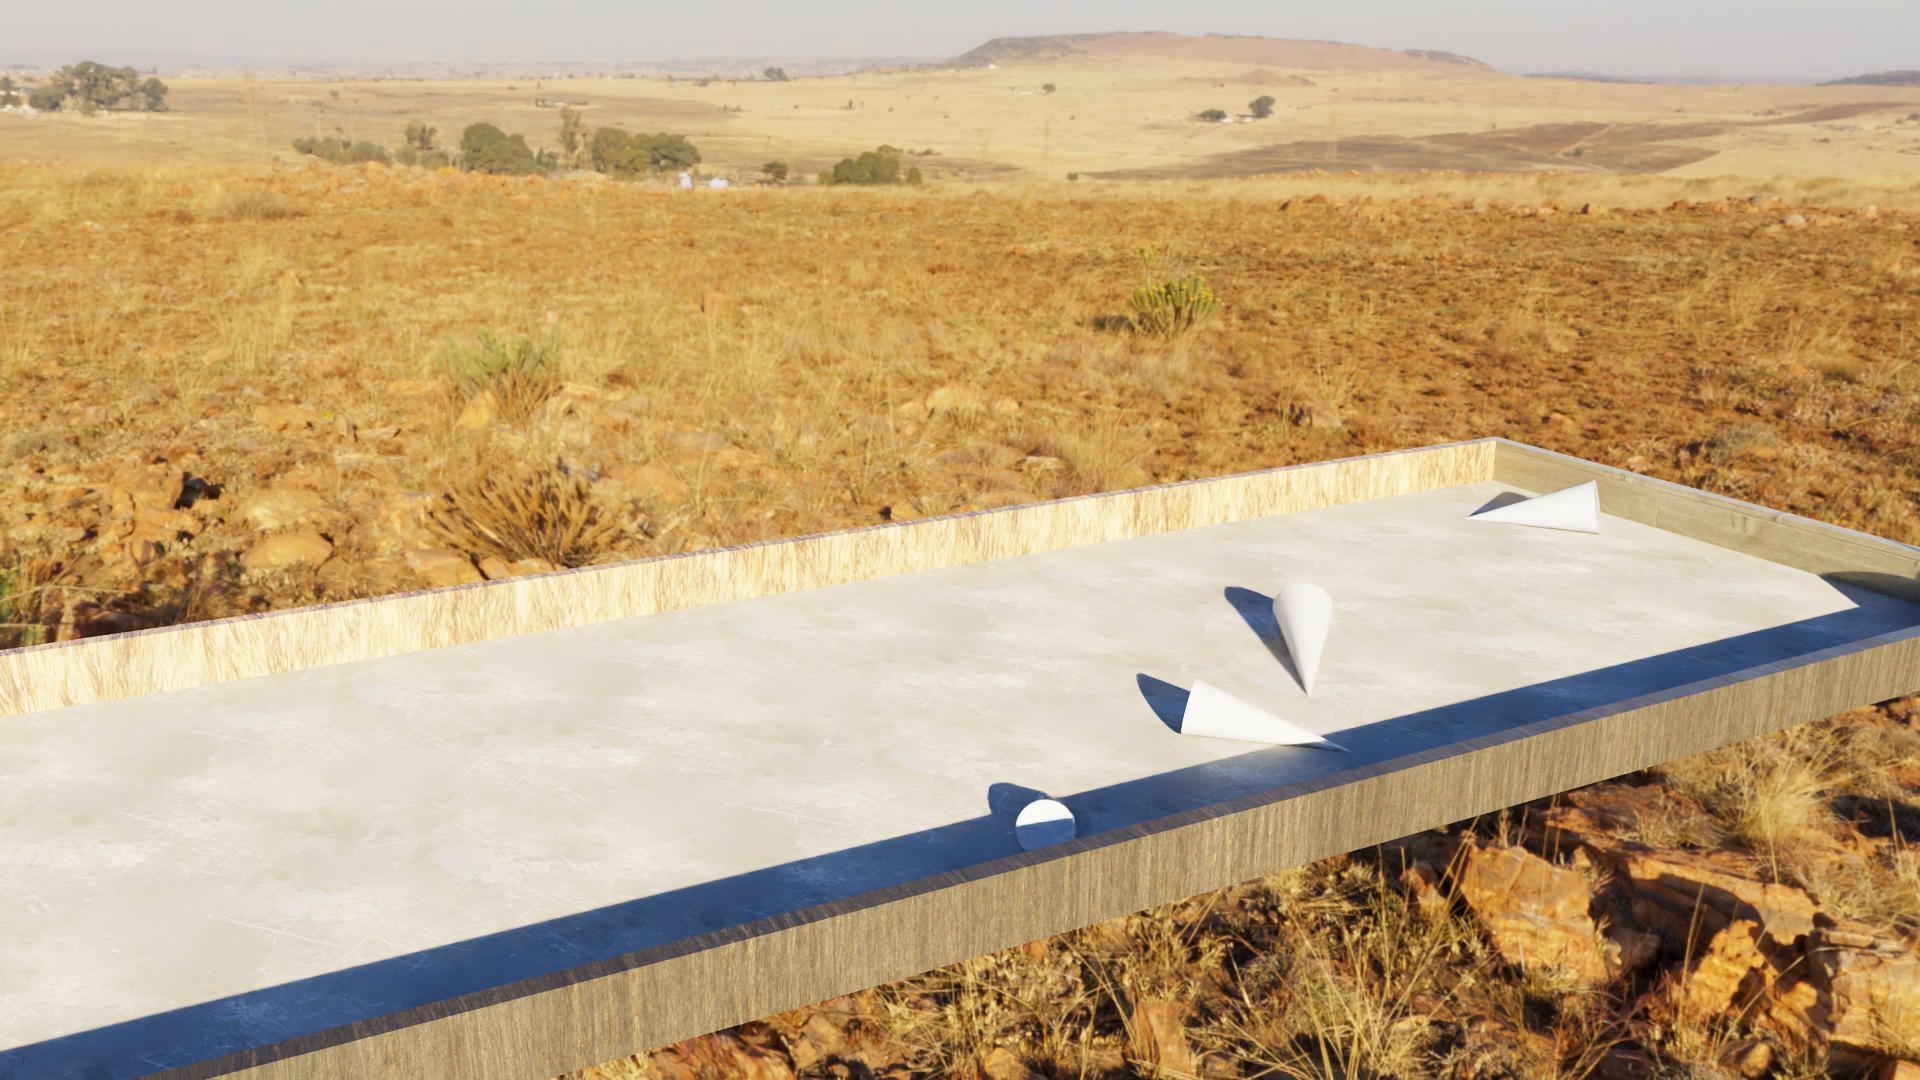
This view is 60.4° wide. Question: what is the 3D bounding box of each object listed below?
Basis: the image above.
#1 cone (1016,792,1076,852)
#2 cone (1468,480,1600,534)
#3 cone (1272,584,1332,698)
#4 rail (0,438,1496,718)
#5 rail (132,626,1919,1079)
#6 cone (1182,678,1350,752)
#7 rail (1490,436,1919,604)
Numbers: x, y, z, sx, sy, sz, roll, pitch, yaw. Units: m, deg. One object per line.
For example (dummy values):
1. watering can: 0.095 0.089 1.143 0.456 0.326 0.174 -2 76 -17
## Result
1. cone: 0.176 0.552 3.375 0.117 0.117 0.300 1 5 3
2. cone: 1.902 -0.091 5.509 0.425 0.179 0.179 -6 13 26
3. cone: 0.888 0.288 4.237 0.159 0.159 0.457 2 26 8
4. rail: -3.305 0.497 3.399 12.000 0.150 0.050 -9 18 -27
5. rail: -2.336 1.006 1.665 12.000 0.150 0.050 -9 18 -27
6. cone: 0.710 0.432 3.768 0.384 0.133 0.133 15 20 14
7. rail: 2.466 -0.048 5.253 0.050 0.150 2.100 -9 18 -27
